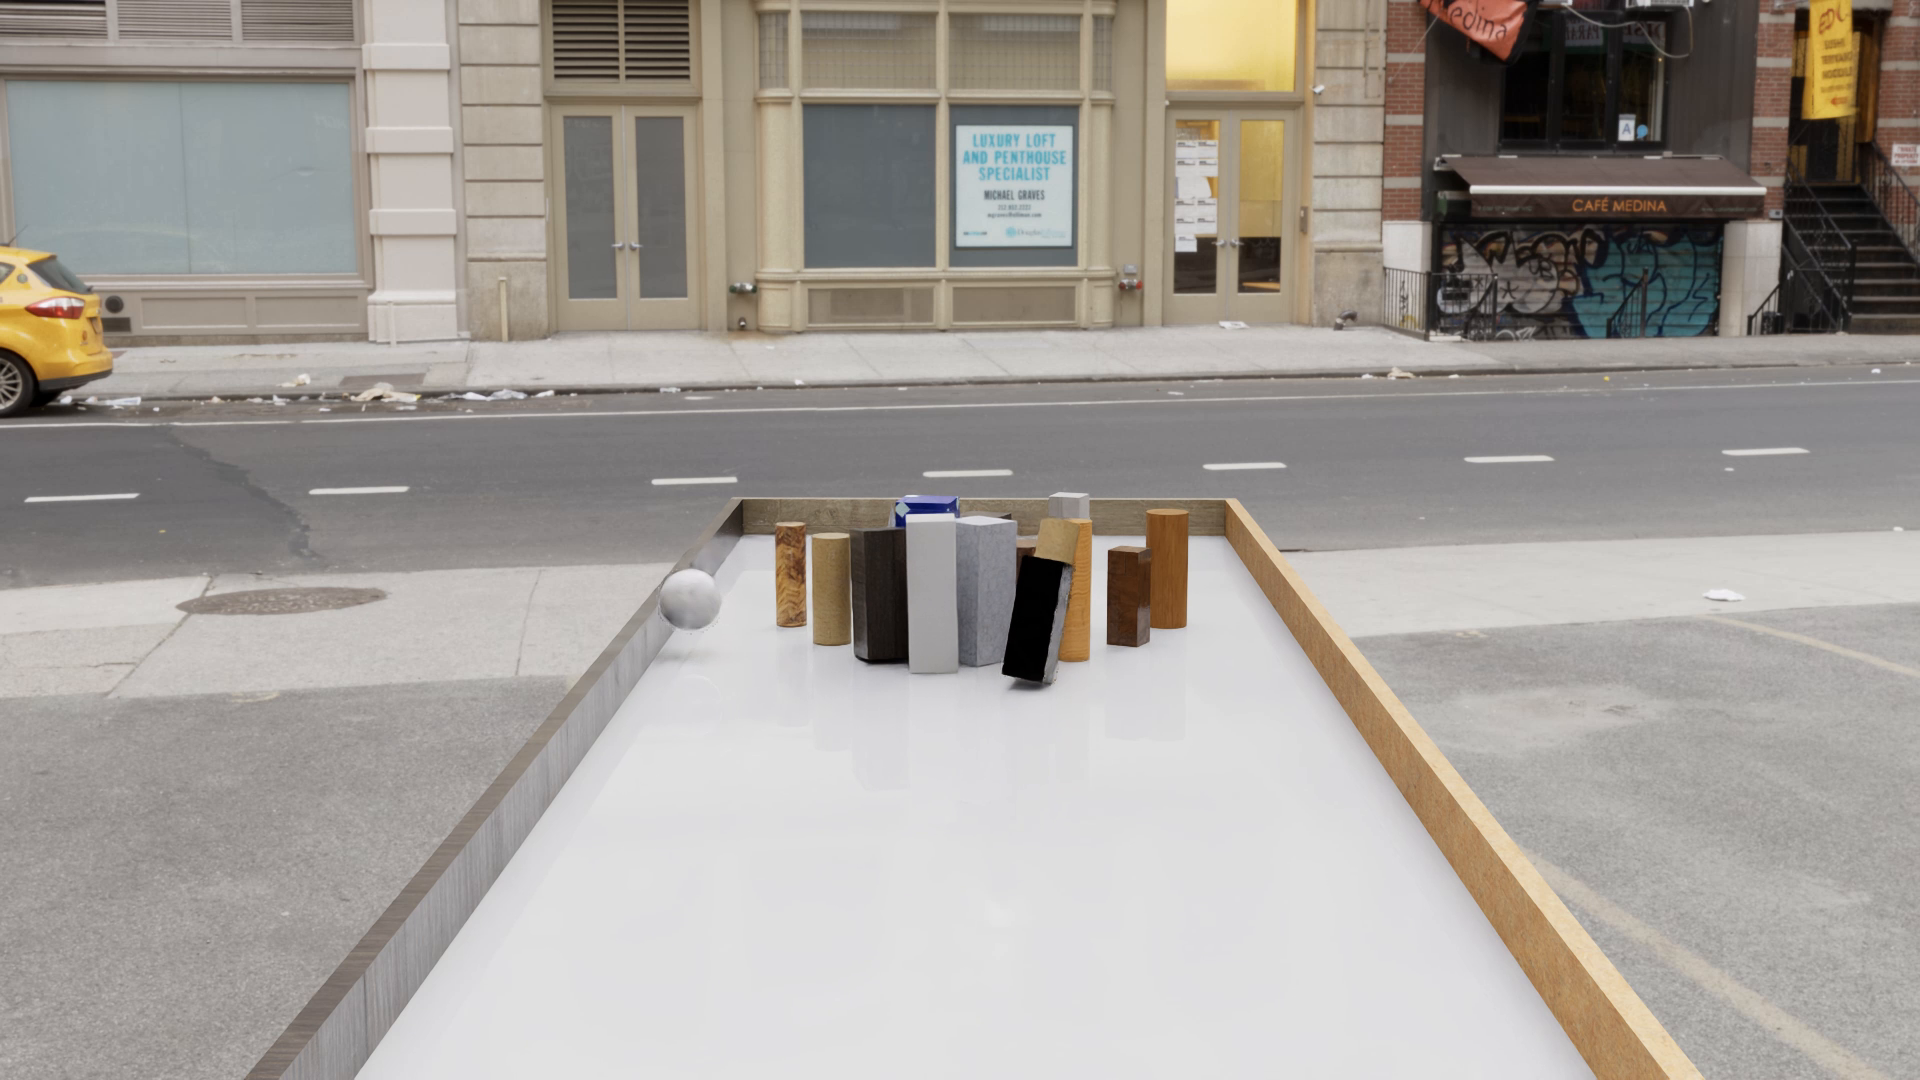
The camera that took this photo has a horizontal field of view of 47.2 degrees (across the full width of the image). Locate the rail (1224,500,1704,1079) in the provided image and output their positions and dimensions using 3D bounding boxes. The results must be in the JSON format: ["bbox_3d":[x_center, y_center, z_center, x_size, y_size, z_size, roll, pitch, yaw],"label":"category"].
[{"bbox_3d":[1.046,0.843,3.208,0.050,0.150,12.000,0,9,1],"label":"rail"}]

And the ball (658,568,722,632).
[{"bbox_3d":[-0.830,0.186,6.772,0.194,0.194,0.194,0,9,0],"label":"ball"}]

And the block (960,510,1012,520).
[{"bbox_3d":[0.072,0.102,7.172,0.144,0.373,0.144,4,10,26],"label":"block"}]

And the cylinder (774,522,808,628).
[{"bbox_3d":[-0.555,0.113,7.225,0.102,0.335,0.102,0,9,0],"label":"cylinder"}]

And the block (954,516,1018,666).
[{"bbox_3d":[0.055,0.152,6.680,0.162,0.425,0.162,9,11,44],"label":"block"}]

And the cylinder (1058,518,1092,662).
[{"bbox_3d":[0.346,0.152,6.695,0.107,0.423,0.107,0,8,0],"label":"cylinder"}]

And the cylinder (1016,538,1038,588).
[{"bbox_3d":[0.215,0.167,6.947,0.173,0.317,0.173,0,9,0],"label":"cylinder"}]

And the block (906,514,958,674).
[{"bbox_3d":[-0.084,0.158,6.543,0.144,0.455,0.144,-1,10,-1],"label":"block"}]

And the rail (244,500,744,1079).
[{"bbox_3d":[-1.004,0.839,3.234,0.050,0.150,12.000,0,9,1],"label":"rail"}]

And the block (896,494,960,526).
[{"bbox_3d":[-0.101,0.098,6.923,0.169,0.459,0.169,2,9,11],"label":"block"}]

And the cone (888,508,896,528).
[{"bbox_3d":[-0.221,0.083,7.176,0.156,0.410,0.156,0,9,0],"label":"cone"}]

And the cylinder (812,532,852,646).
[{"bbox_3d":[-0.404,0.155,6.941,0.125,0.341,0.125,0,9,0],"label":"cylinder"}]

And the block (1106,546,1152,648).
[{"bbox_3d":[0.532,0.177,6.931,0.104,0.301,0.104,5,10,27],"label":"block"}]

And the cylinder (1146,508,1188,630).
[{"bbox_3d":[0.678,0.094,7.214,0.139,0.377,0.139,0,9,0],"label":"cylinder"}]

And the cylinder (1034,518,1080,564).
[{"bbox_3d":[0.258,0.165,6.519,0.117,0.446,0.117,11,-14,3],"label":"cylinder"}]

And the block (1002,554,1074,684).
[{"bbox_3d":[0.225,0.229,6.348,0.124,0.349,0.124,10,-2,17],"label":"block"}]

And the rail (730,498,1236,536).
[{"bbox_3d":[0.099,-0.098,9.147,2.100,0.150,0.050,0,9,1],"label":"rail"}]

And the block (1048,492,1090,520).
[{"bbox_3d":[0.355,0.069,7.178,0.104,0.436,0.104,3,10,21],"label":"block"}]

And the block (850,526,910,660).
[{"bbox_3d":[-0.223,0.159,6.714,0.178,0.387,0.178,-3,3,-17],"label":"block"}]
